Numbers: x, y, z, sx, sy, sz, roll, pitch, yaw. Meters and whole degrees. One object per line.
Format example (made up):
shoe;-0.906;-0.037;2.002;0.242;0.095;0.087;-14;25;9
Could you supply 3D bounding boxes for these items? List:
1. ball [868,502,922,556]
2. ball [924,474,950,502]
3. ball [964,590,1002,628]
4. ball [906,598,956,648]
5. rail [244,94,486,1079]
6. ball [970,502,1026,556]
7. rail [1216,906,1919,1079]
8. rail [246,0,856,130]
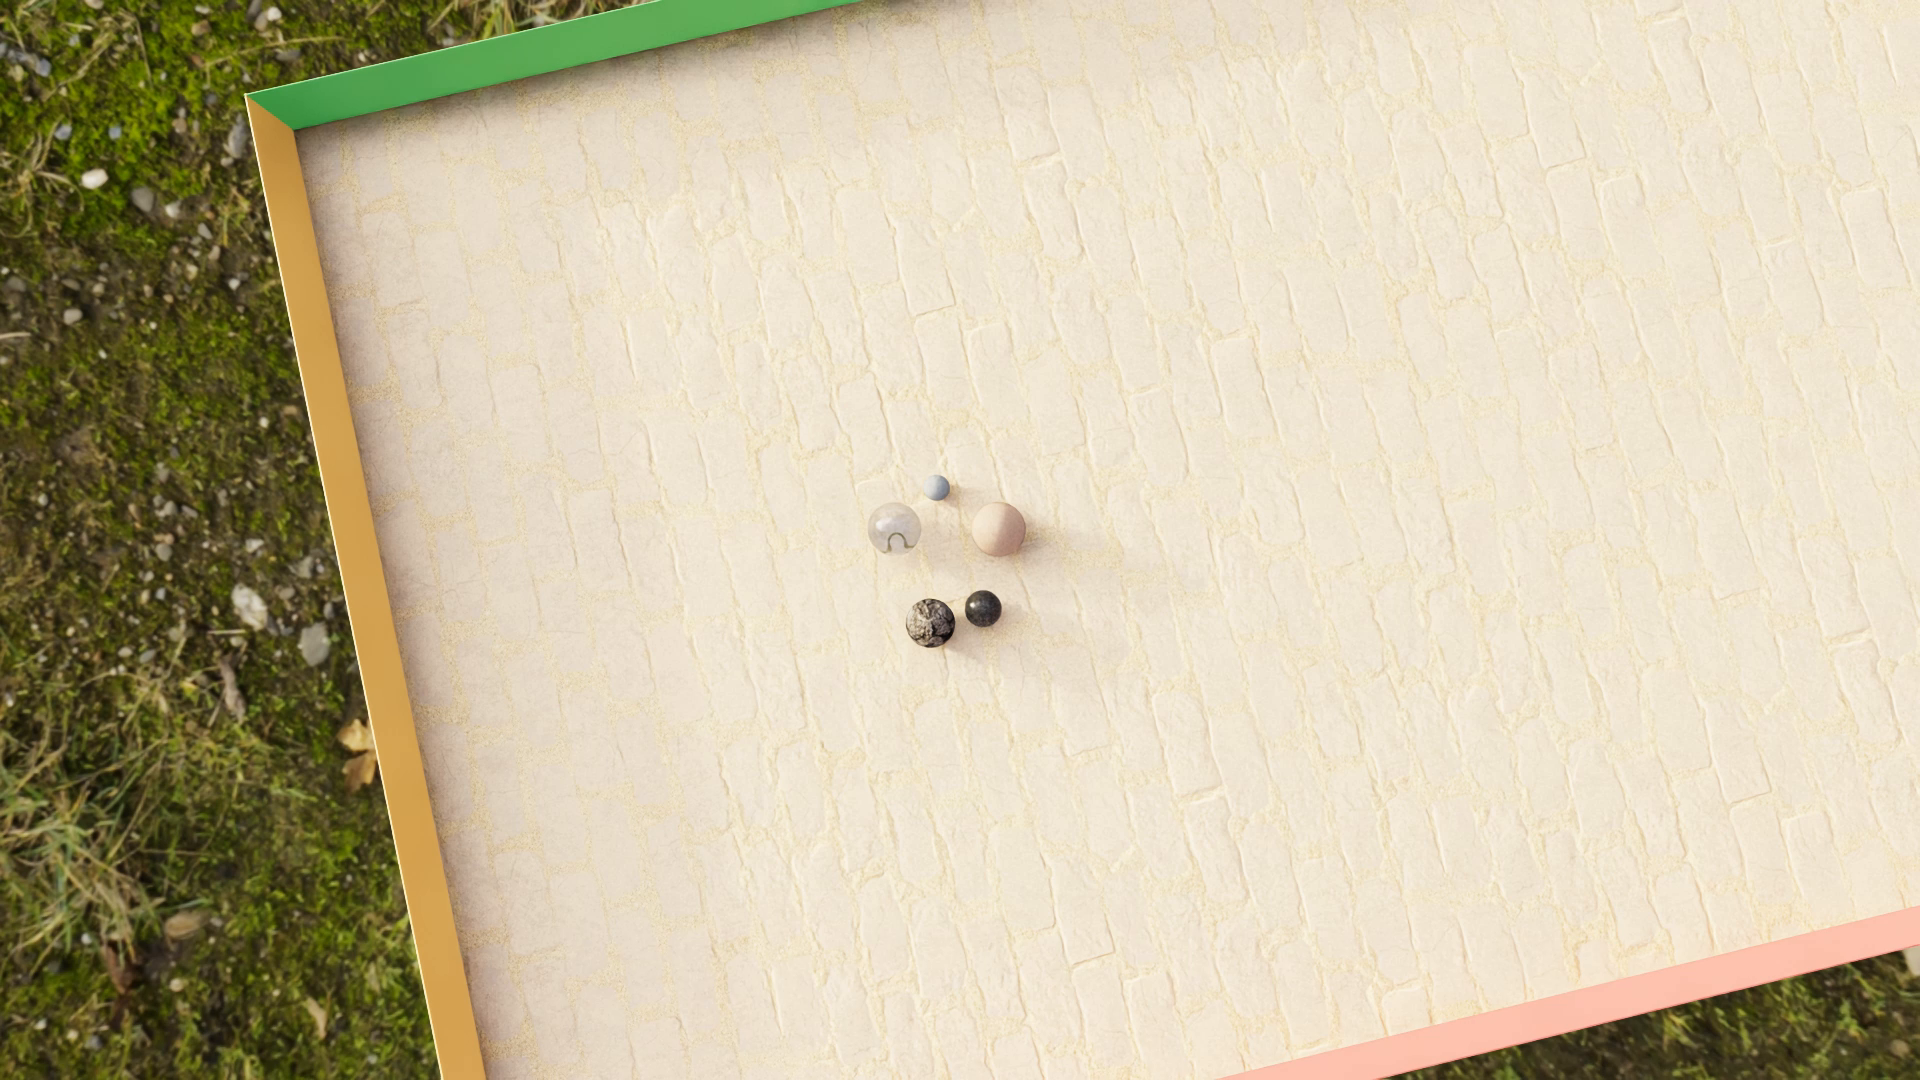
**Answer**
ball;-0.097;-0.016;3.266;0.081;0.081;0.081;0;82;0
ball;-0.035;-0.078;3.295;0.040;0.040;0.040;0;82;0
ball;0.034;0.102;3.261;0.056;0.056;0.056;0;82;0
ball;-0.044;0.123;3.249;0.074;0.074;0.074;0;82;0
rail;-0.836;0.194;3.212;0.045;0.124;1.778;-13;82;-2
ball;0.057;-0.016;3.265;0.082;0.082;0.082;0;82;0
rail;1.061;0.624;3.148;3.535;0.124;0.045;-13;82;-2
rail;0.657;-1.041;3.394;3.535;0.124;0.045;-13;82;-2
